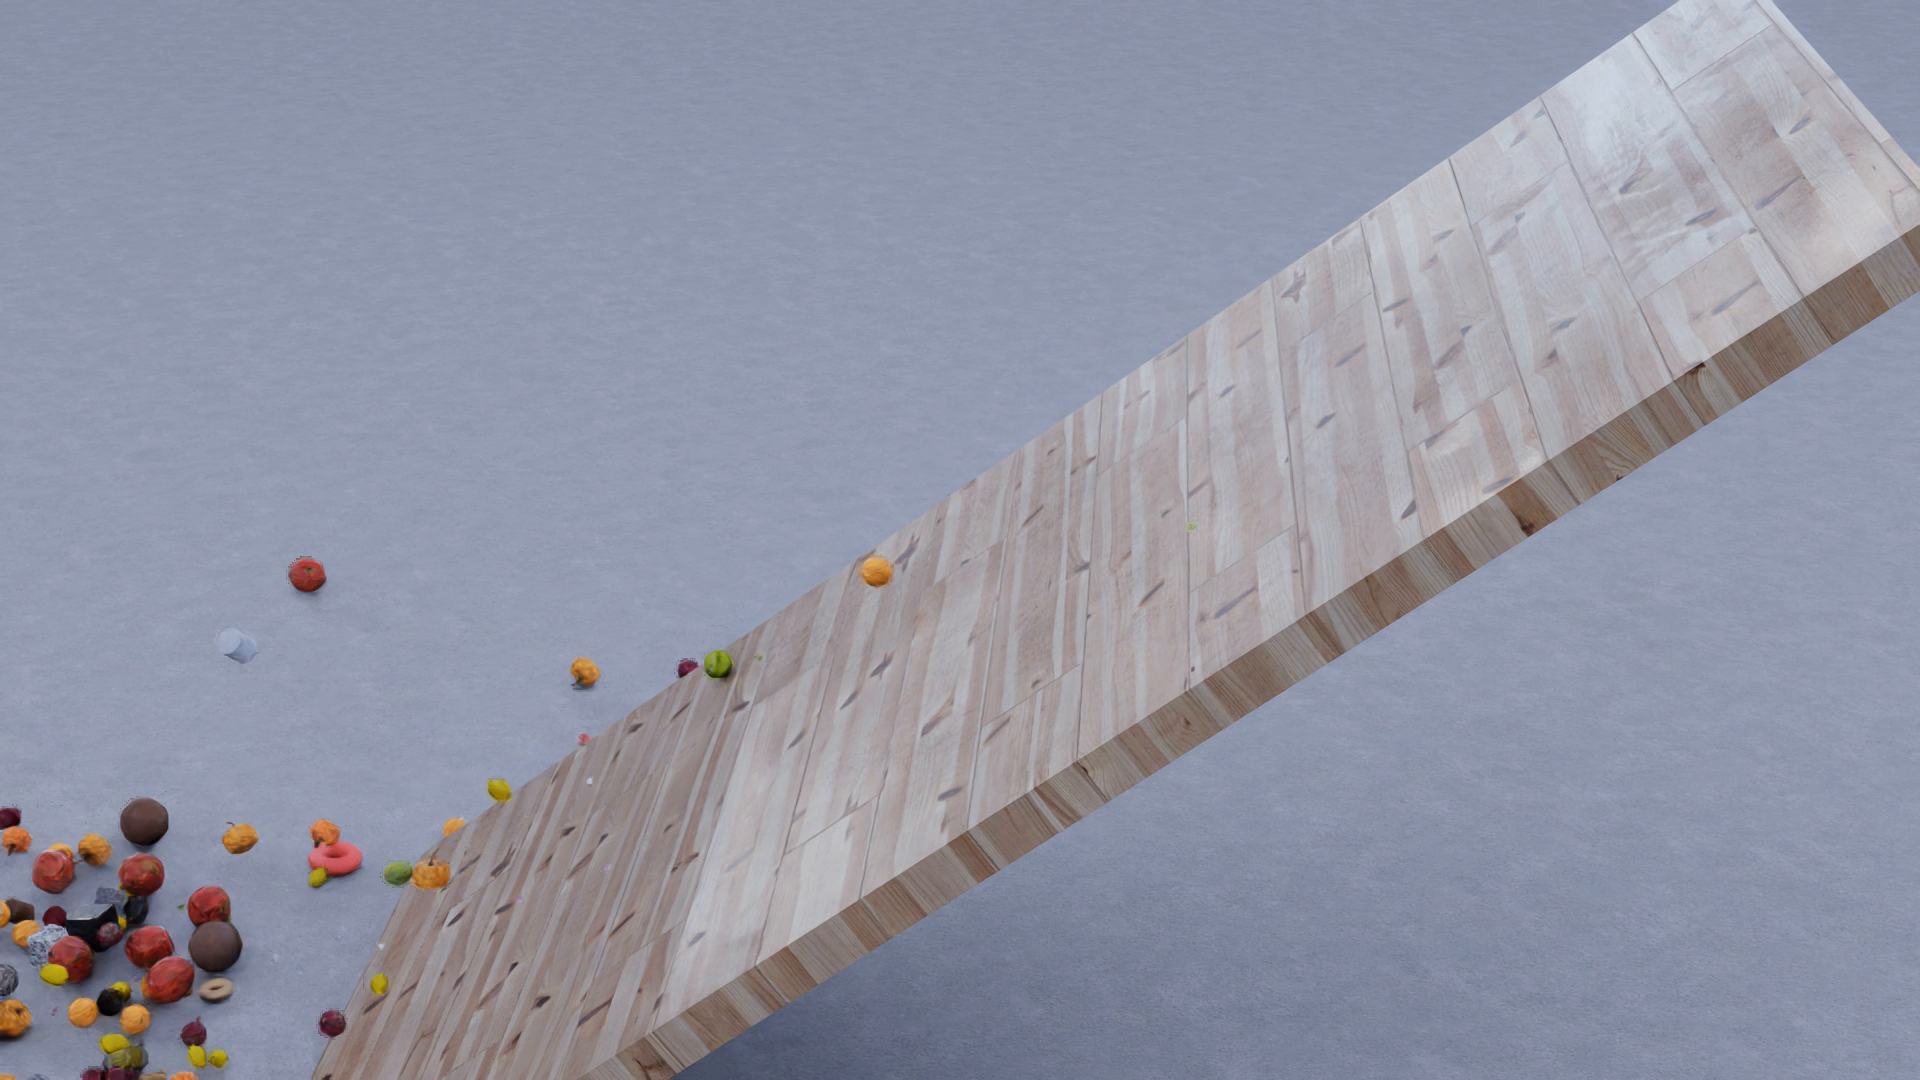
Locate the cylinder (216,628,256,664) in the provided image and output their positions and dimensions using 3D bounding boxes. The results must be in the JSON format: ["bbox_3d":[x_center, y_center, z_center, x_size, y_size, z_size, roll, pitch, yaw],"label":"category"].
[{"bbox_3d":[-2.200,0.321,8.948,0.085,0.085,0.085,12,-15,27],"label":"cylinder"}]

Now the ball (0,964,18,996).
[{"bbox_3d":[-2.354,1.080,7.227,0.079,0.079,0.079,0,22,0],"label":"ball"}]

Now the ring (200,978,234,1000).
[{"bbox_3d":[-1.840,1.113,7.278,0.084,0.028,0.084,-3,21,1],"label":"ring"}]

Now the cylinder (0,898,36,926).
[{"bbox_3d":[-2.418,0.956,7.549,0.060,0.060,0.060,15,-12,32],"label":"cylinder"}]

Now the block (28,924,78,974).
[{"bbox_3d":[-2.285,1.030,7.408,0.083,0.083,0.083,11,25,25],"label":"block"}]

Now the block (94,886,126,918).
[{"bbox_3d":[-2.198,0.937,7.598,0.066,0.066,0.066,13,-16,-19],"label":"block"}]

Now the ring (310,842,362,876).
[{"bbox_3d":[-1.673,0.854,7.883,0.140,0.047,0.140,3,23,-1],"label":"ring"}]

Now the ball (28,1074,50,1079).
[{"bbox_3d":[-2.142,1.276,6.829,0.068,0.068,0.068,0,22,0],"label":"ball"}]

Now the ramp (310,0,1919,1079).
[{"bbox_3d":[0.130,0.178,6.319,4.000,0.100,2.000,-34,16,16],"label":"ramp"}]

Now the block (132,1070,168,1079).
[{"bbox_3d":[-1.866,1.265,6.781,0.064,0.064,0.064,-8,-14,-33],"label":"block"}]

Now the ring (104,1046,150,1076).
[{"bbox_3d":[-1.978,1.234,6.976,0.106,0.035,0.106,0,21,0],"label":"ring"}]

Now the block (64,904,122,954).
[{"bbox_3d":[-2.183,0.978,7.408,0.091,0.091,0.091,-5,16,15],"label":"block"}]
